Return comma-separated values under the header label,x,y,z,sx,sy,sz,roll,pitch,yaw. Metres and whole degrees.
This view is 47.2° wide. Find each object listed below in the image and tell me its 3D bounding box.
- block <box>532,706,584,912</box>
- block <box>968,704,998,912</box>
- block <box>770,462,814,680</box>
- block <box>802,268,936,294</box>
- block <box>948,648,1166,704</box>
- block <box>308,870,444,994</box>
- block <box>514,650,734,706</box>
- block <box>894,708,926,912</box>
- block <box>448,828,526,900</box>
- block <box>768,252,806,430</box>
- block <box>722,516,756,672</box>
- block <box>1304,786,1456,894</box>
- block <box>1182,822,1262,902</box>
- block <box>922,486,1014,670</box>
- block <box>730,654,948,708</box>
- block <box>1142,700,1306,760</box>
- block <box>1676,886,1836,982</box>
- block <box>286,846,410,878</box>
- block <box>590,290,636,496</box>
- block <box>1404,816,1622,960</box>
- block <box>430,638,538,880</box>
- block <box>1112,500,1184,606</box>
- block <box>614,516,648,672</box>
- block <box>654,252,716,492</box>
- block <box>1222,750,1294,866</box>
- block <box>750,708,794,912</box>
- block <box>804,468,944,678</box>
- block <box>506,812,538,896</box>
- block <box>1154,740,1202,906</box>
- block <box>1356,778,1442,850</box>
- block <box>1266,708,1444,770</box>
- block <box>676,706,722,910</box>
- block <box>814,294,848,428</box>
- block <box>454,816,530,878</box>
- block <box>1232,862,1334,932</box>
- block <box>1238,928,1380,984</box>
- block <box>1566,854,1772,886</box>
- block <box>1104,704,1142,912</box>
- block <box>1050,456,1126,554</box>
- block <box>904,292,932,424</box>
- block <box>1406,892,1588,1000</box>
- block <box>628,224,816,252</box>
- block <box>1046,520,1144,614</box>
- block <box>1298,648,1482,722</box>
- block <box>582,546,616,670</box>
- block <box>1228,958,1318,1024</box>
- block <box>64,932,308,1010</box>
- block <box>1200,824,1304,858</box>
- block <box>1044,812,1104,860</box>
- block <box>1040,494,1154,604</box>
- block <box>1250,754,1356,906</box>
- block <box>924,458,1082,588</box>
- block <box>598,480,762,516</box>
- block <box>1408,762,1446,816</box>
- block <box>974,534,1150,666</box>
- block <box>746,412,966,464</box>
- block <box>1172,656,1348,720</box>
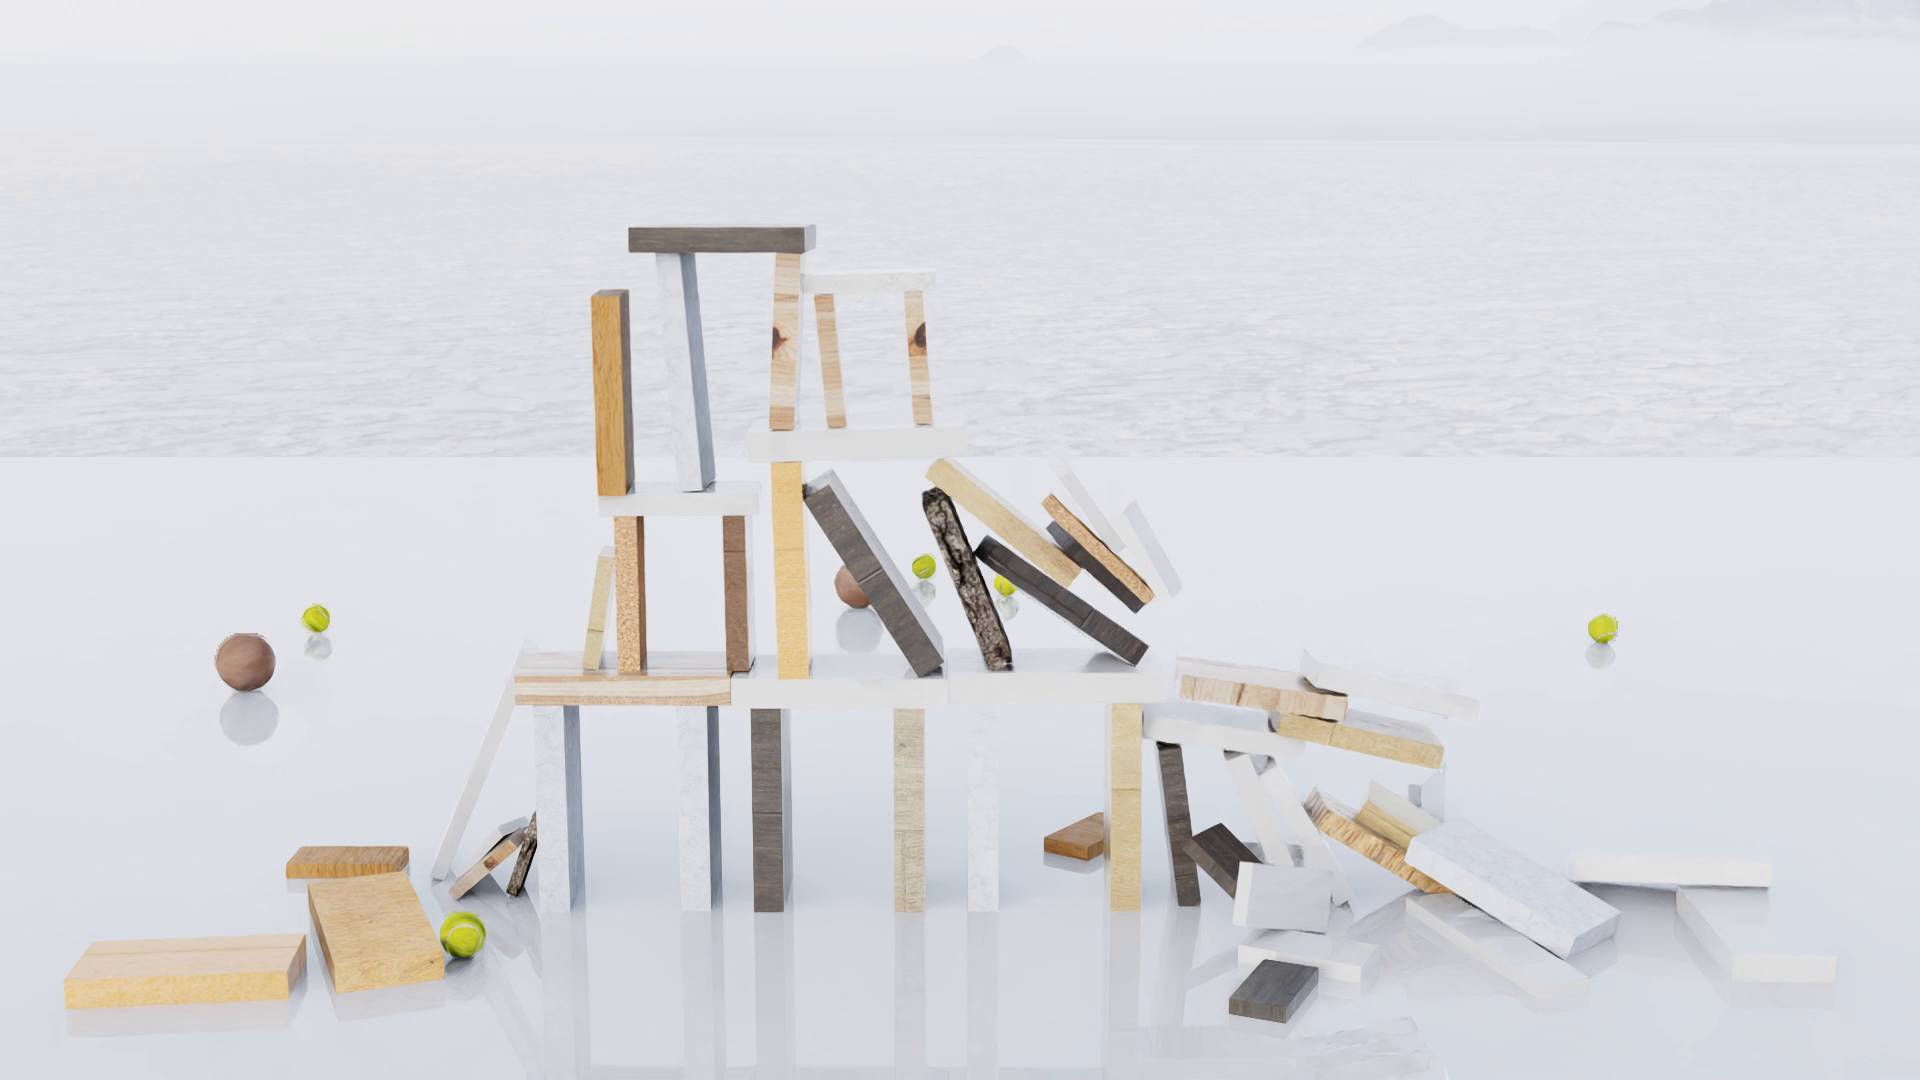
label,x,y,z,sx,sy,sz,roll,pitch,yaw
block,-0.662,0.421,3.634,0.049,0.346,0.173,0,11,-2
block,0.038,0.418,3.640,0.049,0.349,0.175,0,11,0
block,-0.271,0.035,3.556,0.048,0.348,0.171,-1,11,-1
block,-0.144,-0.410,3.483,0.209,0.030,0.104,-2,11,0
block,0.154,0.221,3.605,0.349,0.049,0.175,0,11,0
block,-0.920,0.609,3.444,0.157,0.044,0.391,-4,11,-22
block,-0.539,0.226,3.604,0.346,0.049,0.173,0,11,1
block,-0.083,0.422,3.635,0.049,0.343,0.171,0,11,0
block,-0.785,0.538,3.659,0.140,0.020,0.070,-40,6,9
block,-0.274,-0.321,3.492,0.039,0.275,0.138,3,11,-1
block,-0.359,0.075,3.585,0.036,0.254,0.127,0,11,0
block,0.701,0.508,3.661,0.259,0.037,0.130,30,9,-5
block,0.459,0.545,3.555,0.194,0.027,0.097,44,31,23
block,0.011,0.059,3.573,0.041,0.288,0.144,-22,10,3
block,-0.194,0.230,3.596,0.343,0.049,0.171,0,11,0
block,0.427,0.309,3.625,0.266,0.038,0.133,8,10,-2
block,1.238,0.612,3.433,0.153,0.043,0.305,0,11,3
block,-1.053,0.555,3.786,0.186,0.026,0.093,0,11,0
block,-0.555,-0.238,3.519,0.044,0.314,0.157,-1,11,-3
block,0.879,0.552,3.506,0.305,0.043,0.153,31,28,35
block,-0.812,0.373,3.749,0.026,0.421,0.093,22,7,-12
block,0.301,0.019,3.525,0.023,0.162,0.081,-28,5,23
block,-0.536,0.076,3.580,0.036,0.254,0.127,0,11,-3
block,-0.441,-0.276,3.541,0.039,0.379,0.138,-4,10,4
block,0.501,0.461,3.650,0.038,0.266,0.133,-22,10,4
block,-0.310,0.422,3.634,0.049,0.343,0.171,0,11,1
block,-0.138,0.051,3.568,0.048,0.341,0.171,-32,10,4
block,-0.720,0.518,3.668,0.020,0.140,0.070,20,6,-4
block,0.359,0.457,3.650,0.038,0.266,0.133,-8,10,2
block,0.789,0.503,3.694,0.259,0.037,0.130,32,16,6
block,0.646,0.311,3.603,0.268,0.038,0.134,12,10,-2
block,-0.431,0.419,3.642,0.049,0.346,0.173,0,11,0
block,-0.205,-0.291,3.505,0.030,0.209,0.104,-5,11,-1
block,-0.793,0.523,3.727,0.140,0.020,0.070,-44,-13,29
block,0.506,0.558,3.434,0.193,0.097,0.027,12,-6,-40
block,0.534,0.633,3.364,0.194,0.027,0.097,5,12,27
block,1.168,0.546,3.636,0.305,0.043,0.153,0,-9,10
block,0.268,0.417,3.641,0.049,0.349,0.175,-1,11,0
block,0.204,-0.056,3.527,0.023,0.162,0.081,-36,20,2
block,-0.066,-0.295,3.505,0.030,0.209,0.104,-4,11,0
block,0.827,0.625,3.414,0.085,0.024,0.390,-3,11,-18
block,-0.372,-0.476,3.466,0.275,0.039,0.138,0,11,4
block,0.221,0.042,3.579,0.183,0.026,0.091,41,6,-30
block,0.699,0.236,3.585,0.268,0.038,0.134,13,7,-5
block,-0.584,0.109,3.583,0.026,0.186,0.093,9,10,-4
block,0.461,0.660,3.225,0.085,0.024,0.169,5,12,24
block,-1.149,0.640,3.275,0.314,0.044,0.157,-1,11,-7
block,0.516,0.534,3.899,0.183,0.026,0.091,1,11,7
block,0.238,0.528,3.929,0.091,0.026,0.183,7,13,35
block,0.223,0.014,3.542,0.223,0.023,0.081,42,6,-19
block,0.566,0.472,3.647,0.037,0.259,0.130,-31,9,5
block,0.070,-0.035,3.547,0.288,0.041,0.144,38,6,-3
block,-0.451,-0.068,3.560,0.254,0.036,0.127,-1,11,-3
block,0.865,0.472,4.074,0.024,0.085,0.169,5,12,26
block,0.164,0.097,3.572,0.288,0.041,0.144,34,1,-21
block,-0.163,-0.164,3.527,0.341,0.048,0.171,-2,11,-1
block,0.488,0.241,3.591,0.268,0.038,0.134,8,10,-1
